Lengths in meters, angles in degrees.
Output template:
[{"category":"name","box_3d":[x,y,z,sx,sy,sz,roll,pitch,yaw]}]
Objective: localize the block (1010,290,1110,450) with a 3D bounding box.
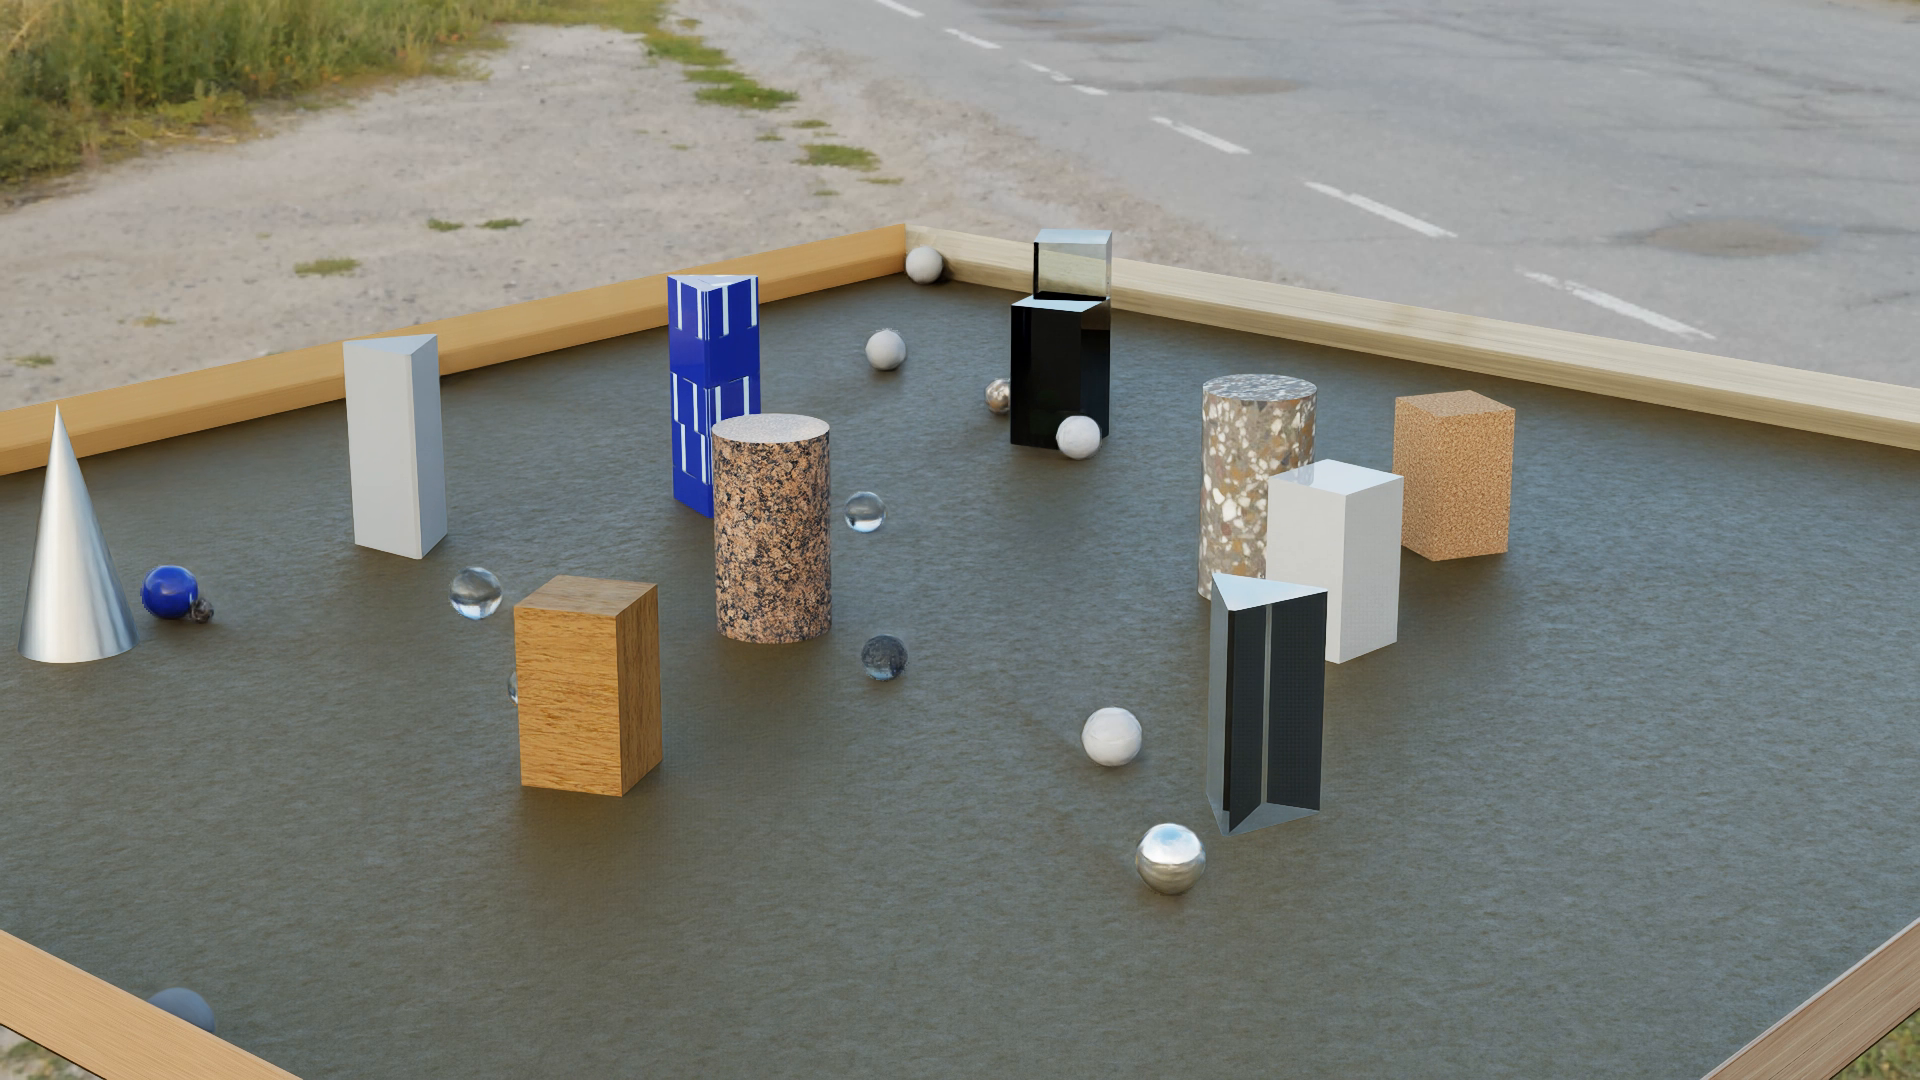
[{"category":"block","box_3d":[0.209,-0.352,6.107,0.157,0.296,0.157,8,18,24]}]

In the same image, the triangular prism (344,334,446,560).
[{"category":"triangular prism","box_3d":[-1.008,-0.179,5.385,0.170,0.381,0.147,12,21,35]}]

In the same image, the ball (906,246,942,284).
[{"category":"ball","box_3d":[-0.094,-0.718,7.661,0.098,0.098,0.098,0,17,0]}]

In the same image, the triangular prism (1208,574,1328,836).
[{"category":"triangular prism","box_3d":[0.400,0.223,4.135,0.170,0.331,0.147,-11,20,-32]}]

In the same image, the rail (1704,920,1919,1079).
[{"category":"rail","box_3d":[1.463,0.399,3.904,0.045,0.127,4.065,14,22,39]}]

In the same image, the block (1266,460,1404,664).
[{"category":"block","box_3d":[0.617,0.033,4.845,0.157,0.286,0.157,16,23,42]}]

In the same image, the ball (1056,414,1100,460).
[{"category":"ball","box_3d":[0.242,-0.210,5.990,0.091,0.091,0.091,0,17,0]}]

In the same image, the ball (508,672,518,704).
[{"category":"ball","box_3d":[-0.677,0.230,4.584,0.061,0.061,0.061,0,17,0]}]

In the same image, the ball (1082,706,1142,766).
[{"category":"ball","box_3d":[0.225,0.291,4.332,0.089,0.089,0.089,0,17,0]}]

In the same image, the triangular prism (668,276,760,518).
[{"category":"triangular prism","box_3d":[-0.494,-0.284,5.630,0.147,0.440,0.170,10,19,29]}]

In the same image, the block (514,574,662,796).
[{"category":"block","box_3d":[-0.540,0.210,4.278,0.157,0.274,0.157,5,17,16]}]

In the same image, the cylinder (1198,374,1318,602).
[{"category":"cylinder","box_3d":[0.516,-0.087,5.103,0.196,0.367,0.196,0,17,0]}]

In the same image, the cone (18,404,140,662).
[{"category":"cone","box_3d":[-1.466,-0.025,4.820,0.196,0.411,0.196,0,17,0]}]

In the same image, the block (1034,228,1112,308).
[{"category":"block","box_3d":[0.247,-0.492,6.459,0.157,0.359,0.157,2,17,7]}]

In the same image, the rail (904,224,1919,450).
[{"category":"rail","box_3d":[1.317,-0.406,6.572,3.922,0.127,0.045,14,22,39]}]

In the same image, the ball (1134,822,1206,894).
[{"category":"ball","box_3d":[0.279,0.422,3.888,0.094,0.094,0.094,0,17,0]}]

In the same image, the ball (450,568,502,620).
[{"category":"ball","box_3d":[-0.825,0.091,4.997,0.088,0.088,0.088,0,17,0]}]

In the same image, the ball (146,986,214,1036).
[{"category":"ball","box_3d":[-0.914,0.566,3.419,0.088,0.088,0.088,0,17,0]}]

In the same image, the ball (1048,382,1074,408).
[{"category":"ball","box_3d":[0.222,-0.317,6.402,0.057,0.057,0.057,0,17,0]}]

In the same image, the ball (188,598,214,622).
[{"category":"ball","box_3d":[-1.289,0.120,4.980,0.042,0.042,0.042,0,17,0]}]

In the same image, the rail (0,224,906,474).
[{"category":"rail","box_3d":[-1.463,-0.335,6.336,0.045,0.127,4.065,14,22,39]}]

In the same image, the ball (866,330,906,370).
[{"category":"ball","box_3d":[-0.170,-0.435,6.734,0.092,0.092,0.092,0,17,0]}]

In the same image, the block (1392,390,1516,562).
[{"category":"block","box_3d":[0.902,-0.120,5.381,0.157,0.270,0.157,-6,18,-21]}]

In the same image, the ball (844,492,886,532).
[{"category":"ball","box_3d":[-0.178,-0.052,5.490,0.077,0.077,0.077,0,17,0]}]

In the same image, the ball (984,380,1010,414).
[{"category":"ball","box_3d":[0.091,-0.311,6.352,0.075,0.075,0.075,0,17,0]}]

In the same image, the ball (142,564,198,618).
[{"category":"ball","box_3d":[-1.345,0.088,4.998,0.093,0.093,0.093,0,17,0]}]

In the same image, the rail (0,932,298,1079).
[{"category":"rail","box_3d":[-1.317,0.470,3.668,3.922,0.127,0.045,14,22,39]}]

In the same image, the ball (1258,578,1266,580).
[{"category":"ball","box_3d":[0.523,0.100,4.991,0.073,0.073,0.073,0,17,0]}]

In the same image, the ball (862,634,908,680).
[{"category":"ball","box_3d":[-0.121,0.187,4.702,0.074,0.074,0.074,0,17,0]}]

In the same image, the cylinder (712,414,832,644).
[{"category":"cylinder","box_3d":[-0.315,-0.021,4.923,0.196,0.345,0.196,0,17,0]}]
